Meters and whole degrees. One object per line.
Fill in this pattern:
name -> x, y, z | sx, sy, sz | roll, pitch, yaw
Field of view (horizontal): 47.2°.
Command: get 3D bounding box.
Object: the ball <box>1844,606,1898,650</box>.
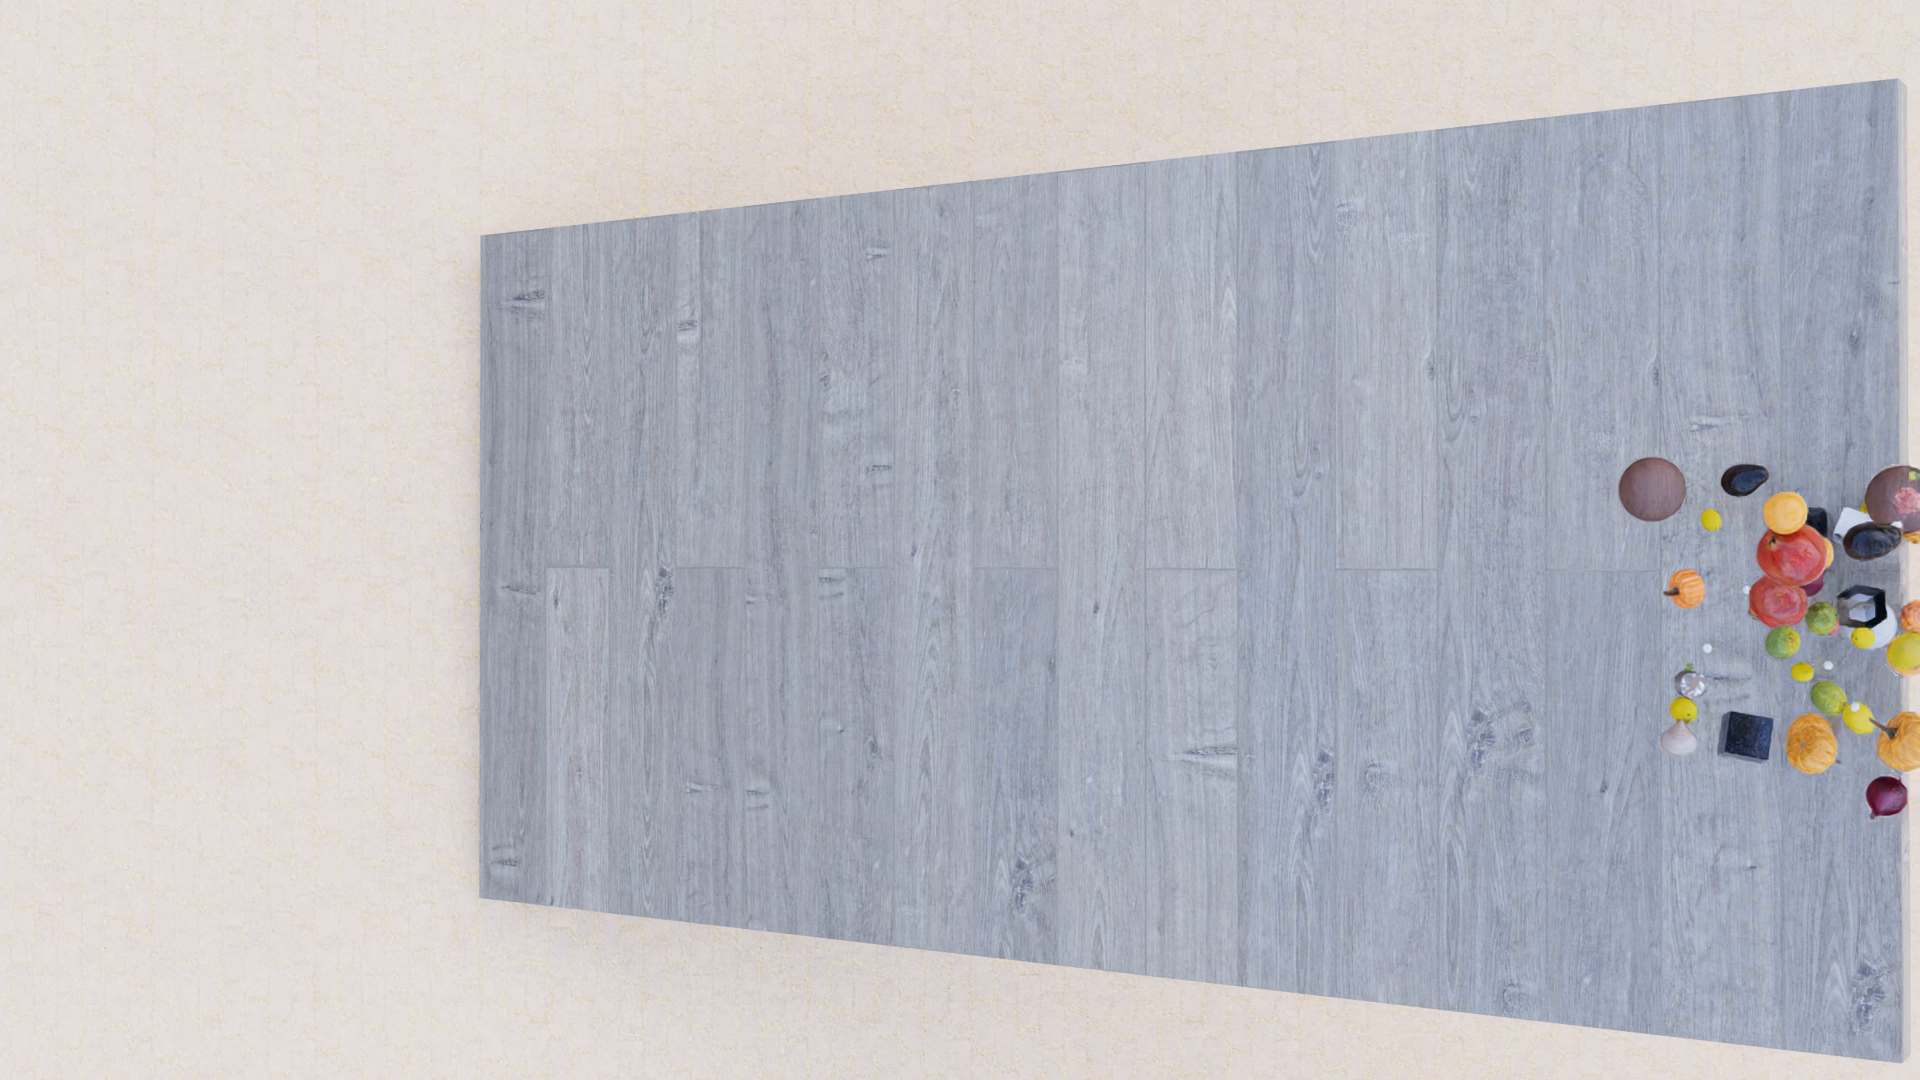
ball -> 1.788, 0.166, 4.318 | 0.096, 0.096, 0.096 | 0, 90, 0

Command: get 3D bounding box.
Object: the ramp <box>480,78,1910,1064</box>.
ramp -> 0.256, 0.070, 5.592 | 4.000, 0.100, 2.000 | 0, 89, 33

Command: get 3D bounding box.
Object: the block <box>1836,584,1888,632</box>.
block -> 1.712, 0.128, 4.175 | 0.061, 0.061, 0.061 | -25, 113, -25

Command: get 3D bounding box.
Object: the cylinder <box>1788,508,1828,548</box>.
cylinder -> 1.743, -0.026, 4.518 | 0.072, 0.072, 0.072 | -6, 98, 0

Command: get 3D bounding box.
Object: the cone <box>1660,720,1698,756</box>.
cone -> 1.425, 0.376, 4.351 | 0.072, 0.072, 0.072 | -6, 45, 6

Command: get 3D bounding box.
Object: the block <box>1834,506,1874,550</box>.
block -> 1.816, -0.024, 4.468 | 0.059, 0.059, 0.059 | 23, 83, 26

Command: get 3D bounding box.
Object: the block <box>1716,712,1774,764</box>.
block -> 1.446, 0.363, 4.050 | 0.077, 0.077, 0.077 | 10, 81, 10

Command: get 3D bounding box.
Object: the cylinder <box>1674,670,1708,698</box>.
cylinder -> 1.465, 0.290, 4.412 | 0.053, 0.053, 0.053 | 0, 92, 5
